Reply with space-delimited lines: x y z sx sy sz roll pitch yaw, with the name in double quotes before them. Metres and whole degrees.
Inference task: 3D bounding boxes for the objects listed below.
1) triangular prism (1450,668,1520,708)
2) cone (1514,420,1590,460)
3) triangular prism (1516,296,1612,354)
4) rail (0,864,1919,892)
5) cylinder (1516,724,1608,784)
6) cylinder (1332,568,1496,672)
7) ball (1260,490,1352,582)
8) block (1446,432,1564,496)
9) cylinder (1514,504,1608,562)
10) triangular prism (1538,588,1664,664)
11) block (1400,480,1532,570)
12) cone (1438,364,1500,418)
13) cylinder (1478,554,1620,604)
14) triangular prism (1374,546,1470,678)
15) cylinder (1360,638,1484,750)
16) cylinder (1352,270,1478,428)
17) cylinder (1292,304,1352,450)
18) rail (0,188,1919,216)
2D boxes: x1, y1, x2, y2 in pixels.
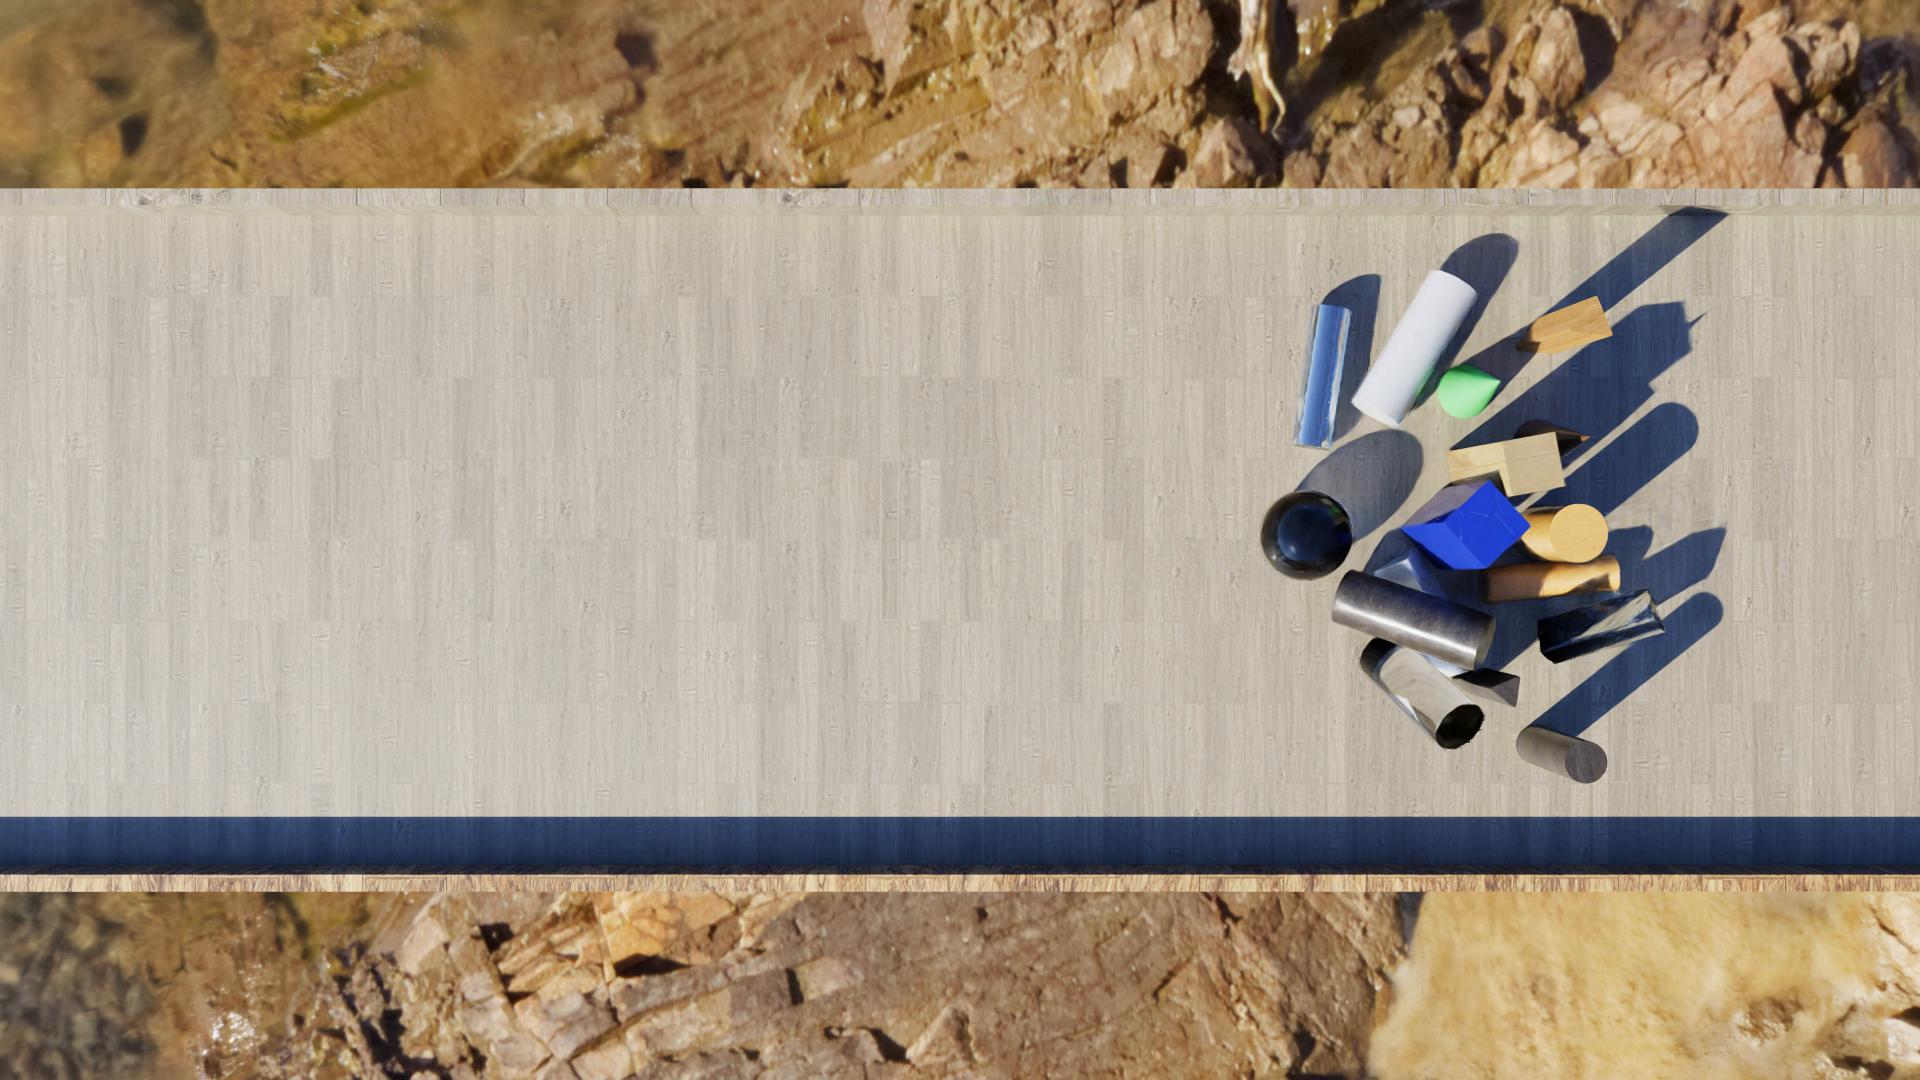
"triangular prism" 1.561 0.416 4.871 0.088 0.410 0.076 38 90 0
"cone" 1.780 -0.292 4.867 0.159 0.419 0.159 0 90 0
"triangular prism" 1.776 -0.633 4.850 0.119 0.454 0.103 7 90 0
"rail" -2.247 1.025 5.001 12.000 0.150 0.050 0 90 0
"cylinder" 1.771 0.629 4.871 0.121 0.411 0.121 0 90 0
"cylinder" 1.344 0.235 4.896 0.440 0.172 0.172 20 90 29
"ball" 1.037 -0.013 4.940 0.273 0.273 0.273 0 90 0
"block" 1.599 -0.211 4.855 0.156 0.434 0.156 -11 90 -4
"cylinder" 1.784 -0.020 4.916 0.170 0.322 0.170 0 90 0
"triangular prism" 1.912 0.272 4.940 0.334 0.124 0.143 -21 90 28
"block" 1.483 -0.039 4.865 0.178 0.416 0.178 -42 90 -2
"cone" 1.553 -0.457 4.907 0.166 0.339 0.166 0 90 0
"cylinder" 1.788 0.120 5.016 0.394 0.110 0.110 -7 90 2
"triangular prism" 1.436 0.224 5.006 0.154 0.134 0.386 -31 90 0
"cylinder" 1.359 0.441 4.873 0.158 0.390 0.158 -11 123 -18
"cylinder" 1.377 -0.578 4.995 0.163 0.163 0.458 31 90 0
"cylinder" 1.100 -0.493 5.018 0.117 0.117 0.427 9 90 0
"rail" -2.247 -1.025 5.002 12.000 0.150 0.050 0 90 0
